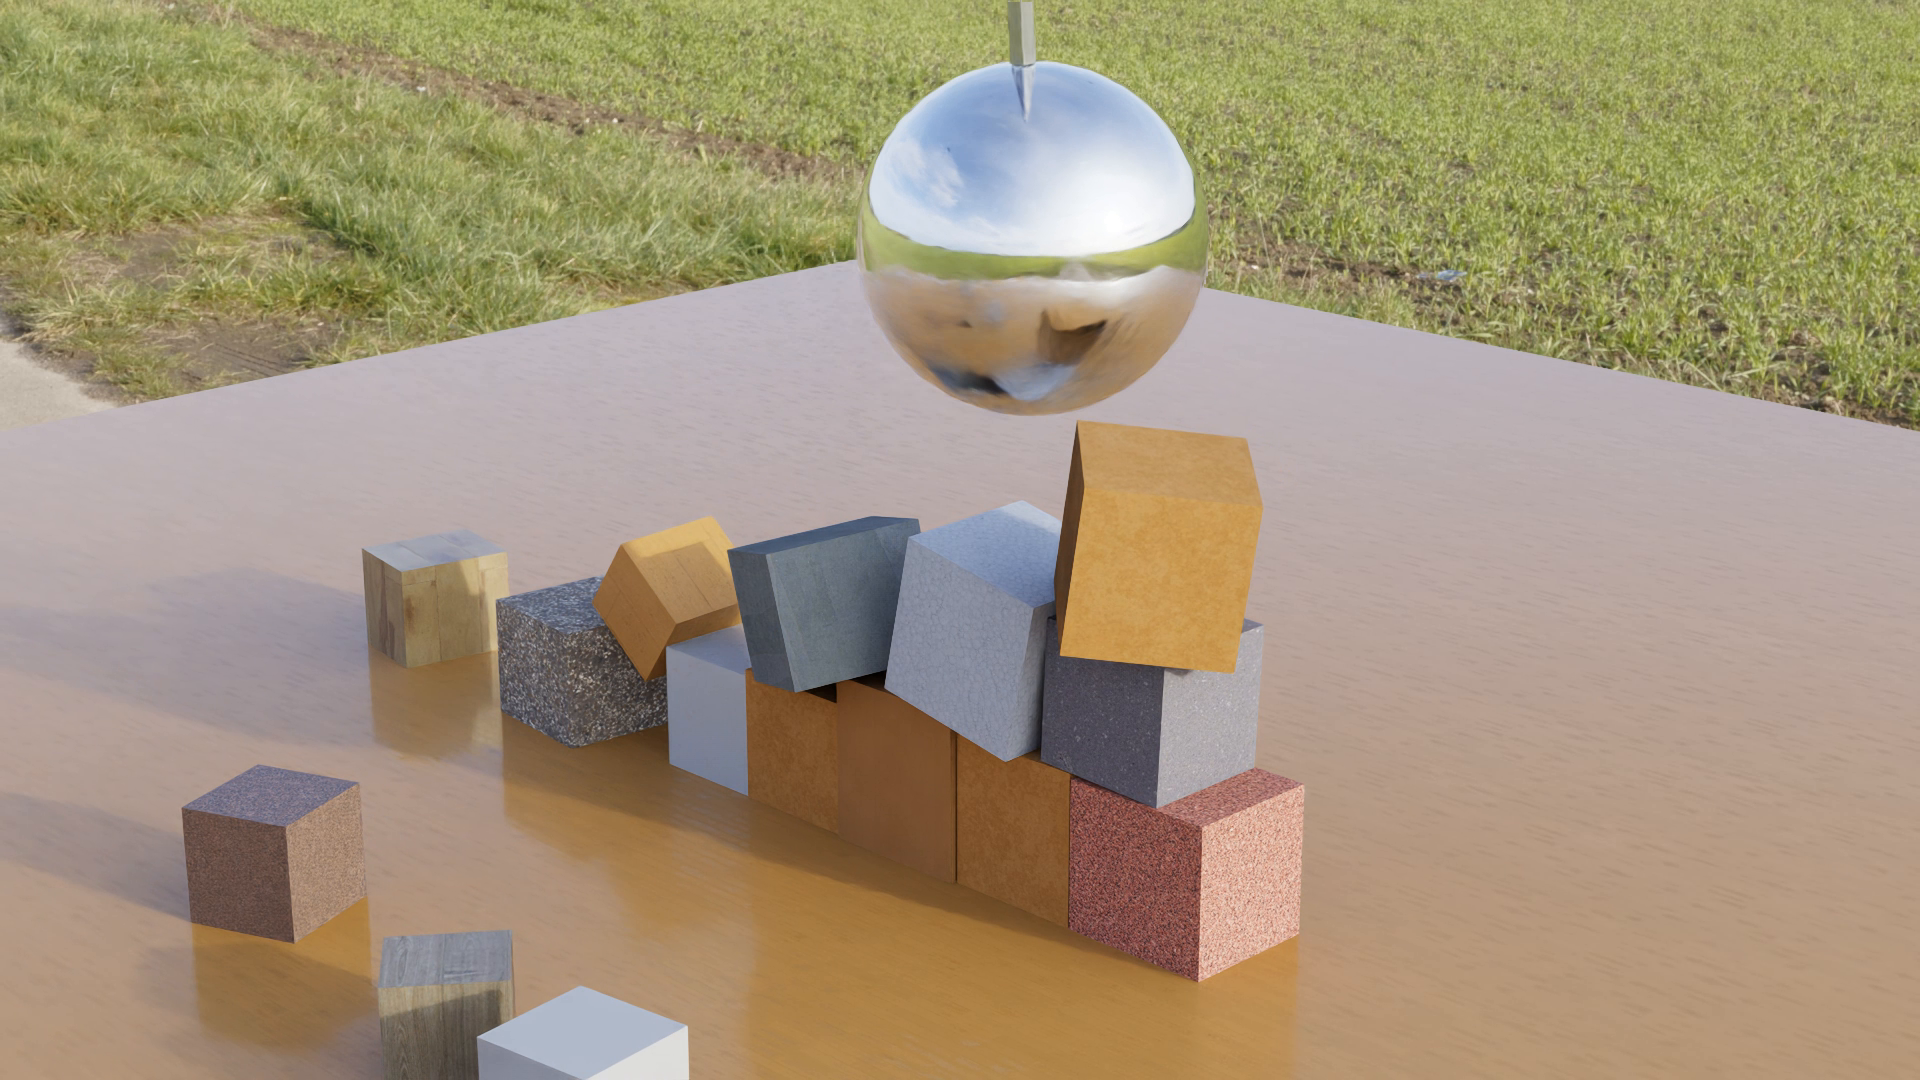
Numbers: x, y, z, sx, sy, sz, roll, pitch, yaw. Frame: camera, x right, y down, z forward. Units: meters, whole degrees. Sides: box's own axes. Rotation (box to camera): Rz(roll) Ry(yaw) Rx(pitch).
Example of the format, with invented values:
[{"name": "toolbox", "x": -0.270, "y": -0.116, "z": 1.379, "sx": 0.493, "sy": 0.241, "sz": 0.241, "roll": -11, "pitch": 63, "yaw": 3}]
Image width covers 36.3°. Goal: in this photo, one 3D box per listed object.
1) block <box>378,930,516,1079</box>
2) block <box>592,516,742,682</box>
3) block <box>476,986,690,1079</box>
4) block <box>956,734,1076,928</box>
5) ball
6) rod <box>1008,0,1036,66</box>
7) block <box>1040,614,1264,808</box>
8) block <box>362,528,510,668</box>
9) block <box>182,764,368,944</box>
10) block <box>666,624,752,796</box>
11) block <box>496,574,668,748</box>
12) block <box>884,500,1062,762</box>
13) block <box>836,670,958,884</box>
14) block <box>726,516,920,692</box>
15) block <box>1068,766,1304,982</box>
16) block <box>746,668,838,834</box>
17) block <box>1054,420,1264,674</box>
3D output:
[{"name": "block", "x": -2.033, "y": 1.867, "z": 11.667, "sx": 0.509, "sy": 0.443, "sz": 0.467, "roll": -2, "pitch": 18, "yaw": -7}, {"name": "block", "x": -1.426, "y": 0.294, "z": 14.877, "sx": 0.577, "sy": 0.493, "sz": 0.526, "roll": -19, "pitch": 63, "yaw": -39}, {"name": "block", "x": -1.388, "y": 2.066, "z": 10.868, "sx": 0.550, "sy": 0.541, "sz": 0.537, "roll": 13, "pitch": 22, "yaw": 36}, {"name": "block", "x": 0.468, "y": 1.216, "z": 13.256, "sx": 0.690, "sy": 0.731, "sz": 0.671, "roll": 17, "pitch": 24, "yaw": 42}, {"name": "ball", "x": 0.322, "y": -1.360, "z": 13.252, "sx": 1.600, "sy": 1.600, "sz": 1.600, "roll": 0, "pitch": 17, "yaw": 0}, {"name": "rod", "x": 0.140, "y": -4.540, "z": 12.061, "sx": 0.080, "sy": 5.200, "sz": 0.080, "roll": 17, "pitch": 28, "yaw": 42}, {"name": "block", "x": 0.830, "y": 0.665, "z": 12.703, "sx": 0.670, "sy": 0.668, "sz": 0.650, "roll": 20, "pitch": 26, "yaw": 41}, {"name": "block", "x": -2.923, "y": 0.321, "z": 16.390, "sx": 0.636, "sy": 0.559, "sz": 0.522, "roll": -12, "pitch": 21, "yaw": -33}, {"name": "block", "x": -3.038, "y": 1.386, "z": 13.018, "sx": 0.548, "sy": 0.549, "sz": 0.552, "roll": 7, "pitch": 19, "yaw": 22}, {"name": "block", "x": -1.025, "y": 0.825, "z": 14.675, "sx": 0.631, "sy": 0.627, "sz": 0.605, "roll": -17, "pitch": 24, "yaw": -42}, {"name": "block", "x": -1.929, "y": 0.623, "z": 15.330, "sx": 0.700, "sy": 0.619, "sz": 0.707, "roll": -14, "pitch": 22, "yaw": -37}, {"name": "block", "x": 0.242, "y": 0.394, "z": 13.132, "sx": 0.755, "sy": 0.768, "sz": 0.753, "roll": 29, "pitch": 32, "yaw": 35}, {"name": "block", "x": -0.061, "y": 1.023, "z": 13.726, "sx": 0.702, "sy": 0.818, "sz": 0.749, "roll": -17, "pitch": 24, "yaw": -42}, {"name": "block", "x": -0.587, "y": 0.288, "z": 13.745, "sx": 0.740, "sy": 0.643, "sz": 0.742, "roll": -13, "pitch": 6, "yaw": -17}, {"name": "block", "x": 0.982, "y": 1.381, "z": 12.767, "sx": 0.675, "sy": 0.709, "sz": 0.748, "roll": -17, "pitch": 24, "yaw": -42}, {"name": "block", "x": -0.577, "y": 0.944, "z": 14.235, "sx": 0.635, "sy": 0.662, "sz": 0.665, "roll": -16, "pitch": 24, "yaw": -42}, {"name": "block", "x": 0.815, "y": 0.022, "z": 12.283, "sx": 0.728, "sy": 0.757, "sz": 0.732, "roll": 6, "pitch": 24, "yaw": -3}]
